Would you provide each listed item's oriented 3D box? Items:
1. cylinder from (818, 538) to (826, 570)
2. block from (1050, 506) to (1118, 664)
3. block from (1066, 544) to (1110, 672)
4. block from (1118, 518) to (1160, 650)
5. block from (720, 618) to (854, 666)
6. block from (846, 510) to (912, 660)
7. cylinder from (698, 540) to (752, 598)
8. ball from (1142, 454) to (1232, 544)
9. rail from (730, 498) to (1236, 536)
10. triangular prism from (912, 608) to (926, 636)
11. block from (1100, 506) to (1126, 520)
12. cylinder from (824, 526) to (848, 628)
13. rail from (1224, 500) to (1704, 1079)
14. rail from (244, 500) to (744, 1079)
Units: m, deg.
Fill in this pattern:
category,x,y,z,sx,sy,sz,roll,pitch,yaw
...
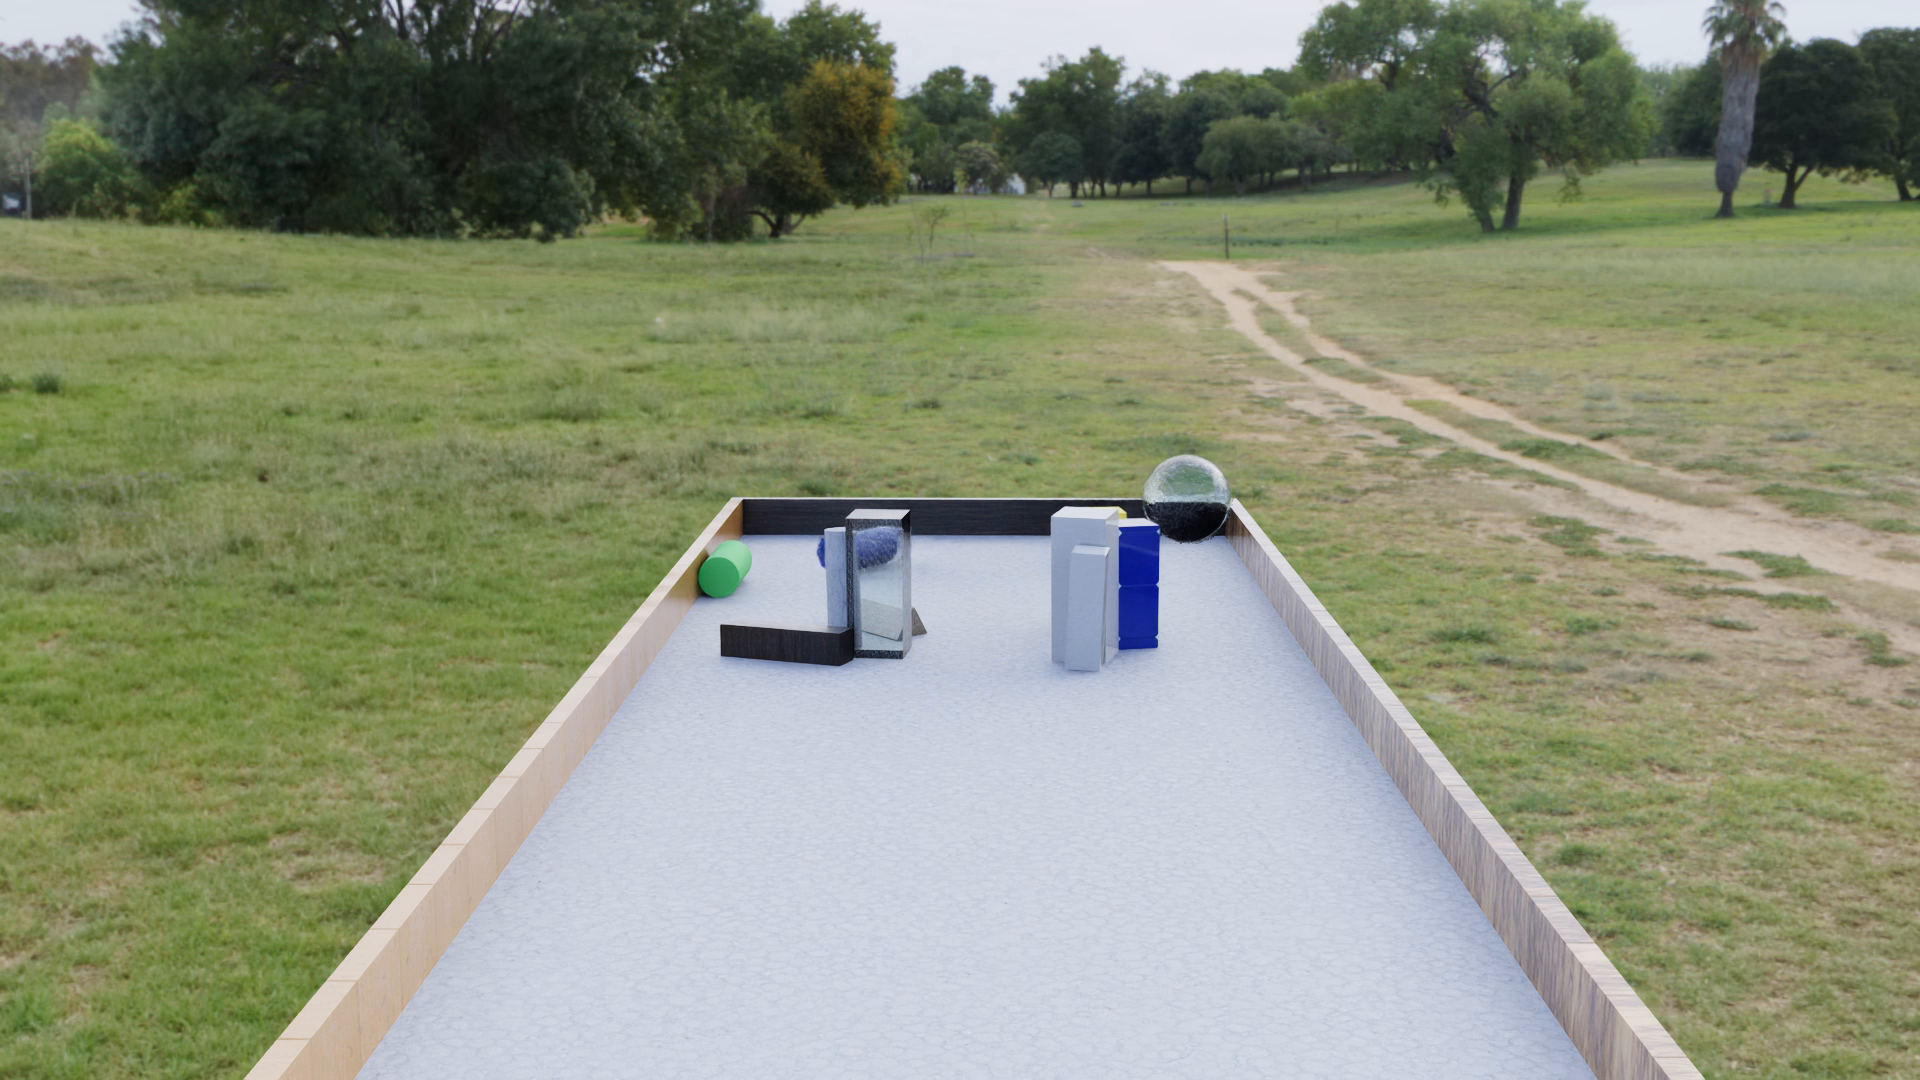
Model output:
category,x,y,z,sx,sy,sz,roll,pitch,yaw
cylinder,-0.384,0.029,8.361,0.145,0.145,0.345,6,11,31
block,0.381,0.137,6.697,0.169,0.447,0.169,3,12,17
block,0.380,0.203,6.551,0.103,0.357,0.103,5,14,9
block,0.525,0.137,6.907,0.157,0.388,0.157,-2,9,-14
block,-0.530,0.312,6.722,0.403,0.100,0.100,4,10,21
block,-0.249,0.134,6.767,0.172,0.433,0.172,1,10,8
cylinder,-0.841,0.102,7.902,0.146,0.146,0.377,0,9,1
ball,0.919,-0.167,8.918,0.358,0.358,0.358,0,9,0
rail,0.099,-0.098,9.147,2.100,0.150,0.050,0,9,1
triangular prism,-0.271,0.235,7.224,0.105,0.091,0.415,-7,11,-36
block,0.462,0.089,7.234,0.144,0.379,0.144,-1,9,-6
cylinder,-0.362,0.145,6.923,0.117,0.361,0.117,-2,7,0
rail,1.046,0.843,3.208,0.050,0.150,12.000,0,9,1
rail,-1.004,0.839,3.234,0.050,0.150,12.000,0,9,1
